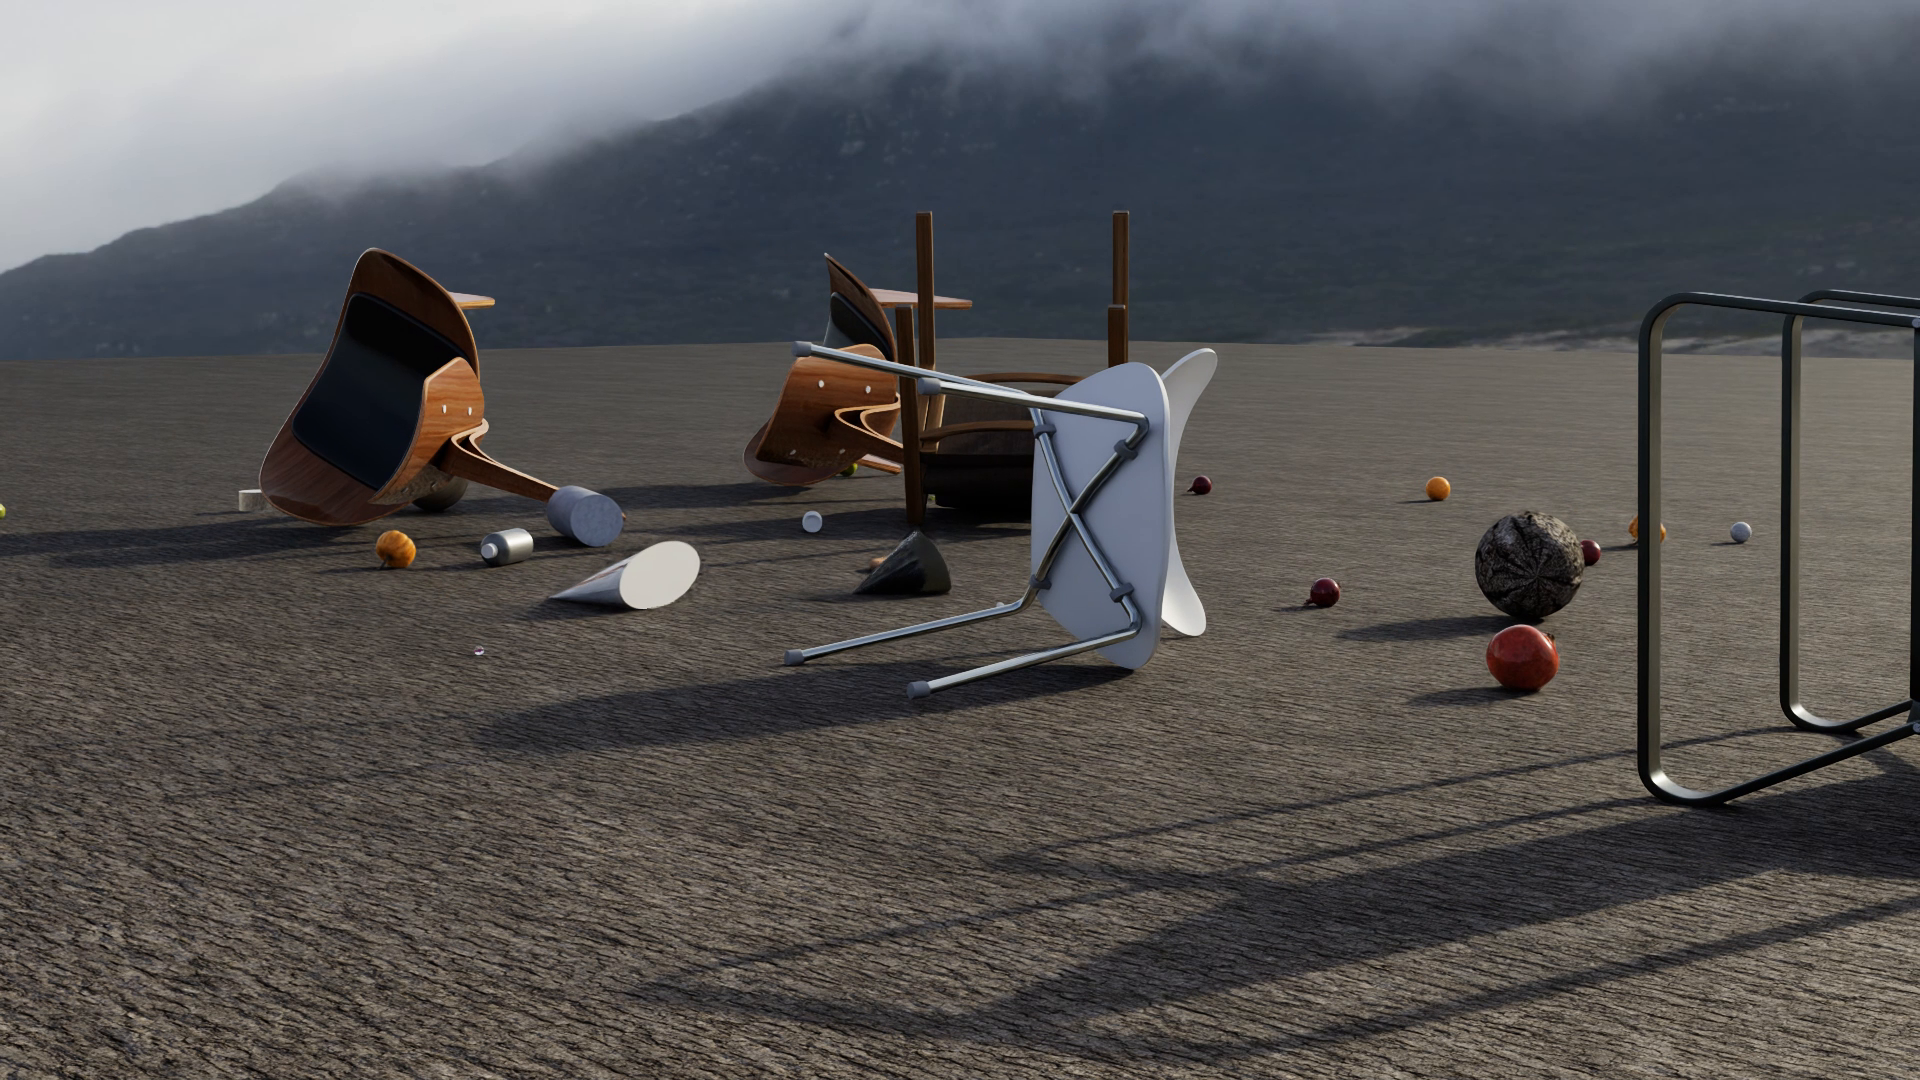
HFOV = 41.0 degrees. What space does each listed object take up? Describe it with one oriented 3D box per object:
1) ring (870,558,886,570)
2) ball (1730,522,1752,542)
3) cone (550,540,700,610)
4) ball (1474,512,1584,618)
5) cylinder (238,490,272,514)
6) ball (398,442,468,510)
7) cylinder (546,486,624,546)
[{"bbox_3d":[-0.160,0.055,5.757,0.086,0.024,0.116,0,6,5],"label":"ring"},{"bbox_3d":[1.932,-0.019,6.348,0.051,0.051,0.051,0,6,0],"label":"ball"},{"bbox_3d":[-0.723,0.094,5.196,0.276,0.122,0.330,-12,7,24],"label":"cone"},{"bbox_3d":[1.096,0.048,4.935,0.207,0.207,0.207,0,6,0],"label":"ball"},{"bbox_3d":[-1.973,-0.108,7.185,0.090,0.057,0.094,1,6,14],"label":"cylinder"},{"bbox_3d":[-1.476,-0.178,7.197,0.193,0.193,0.193,0,6,0],"label":"ball"},{"bbox_3d":[-0.934,-0.061,6.377,0.132,0.128,0.282,27,-4,-21],"label":"cylinder"}]
